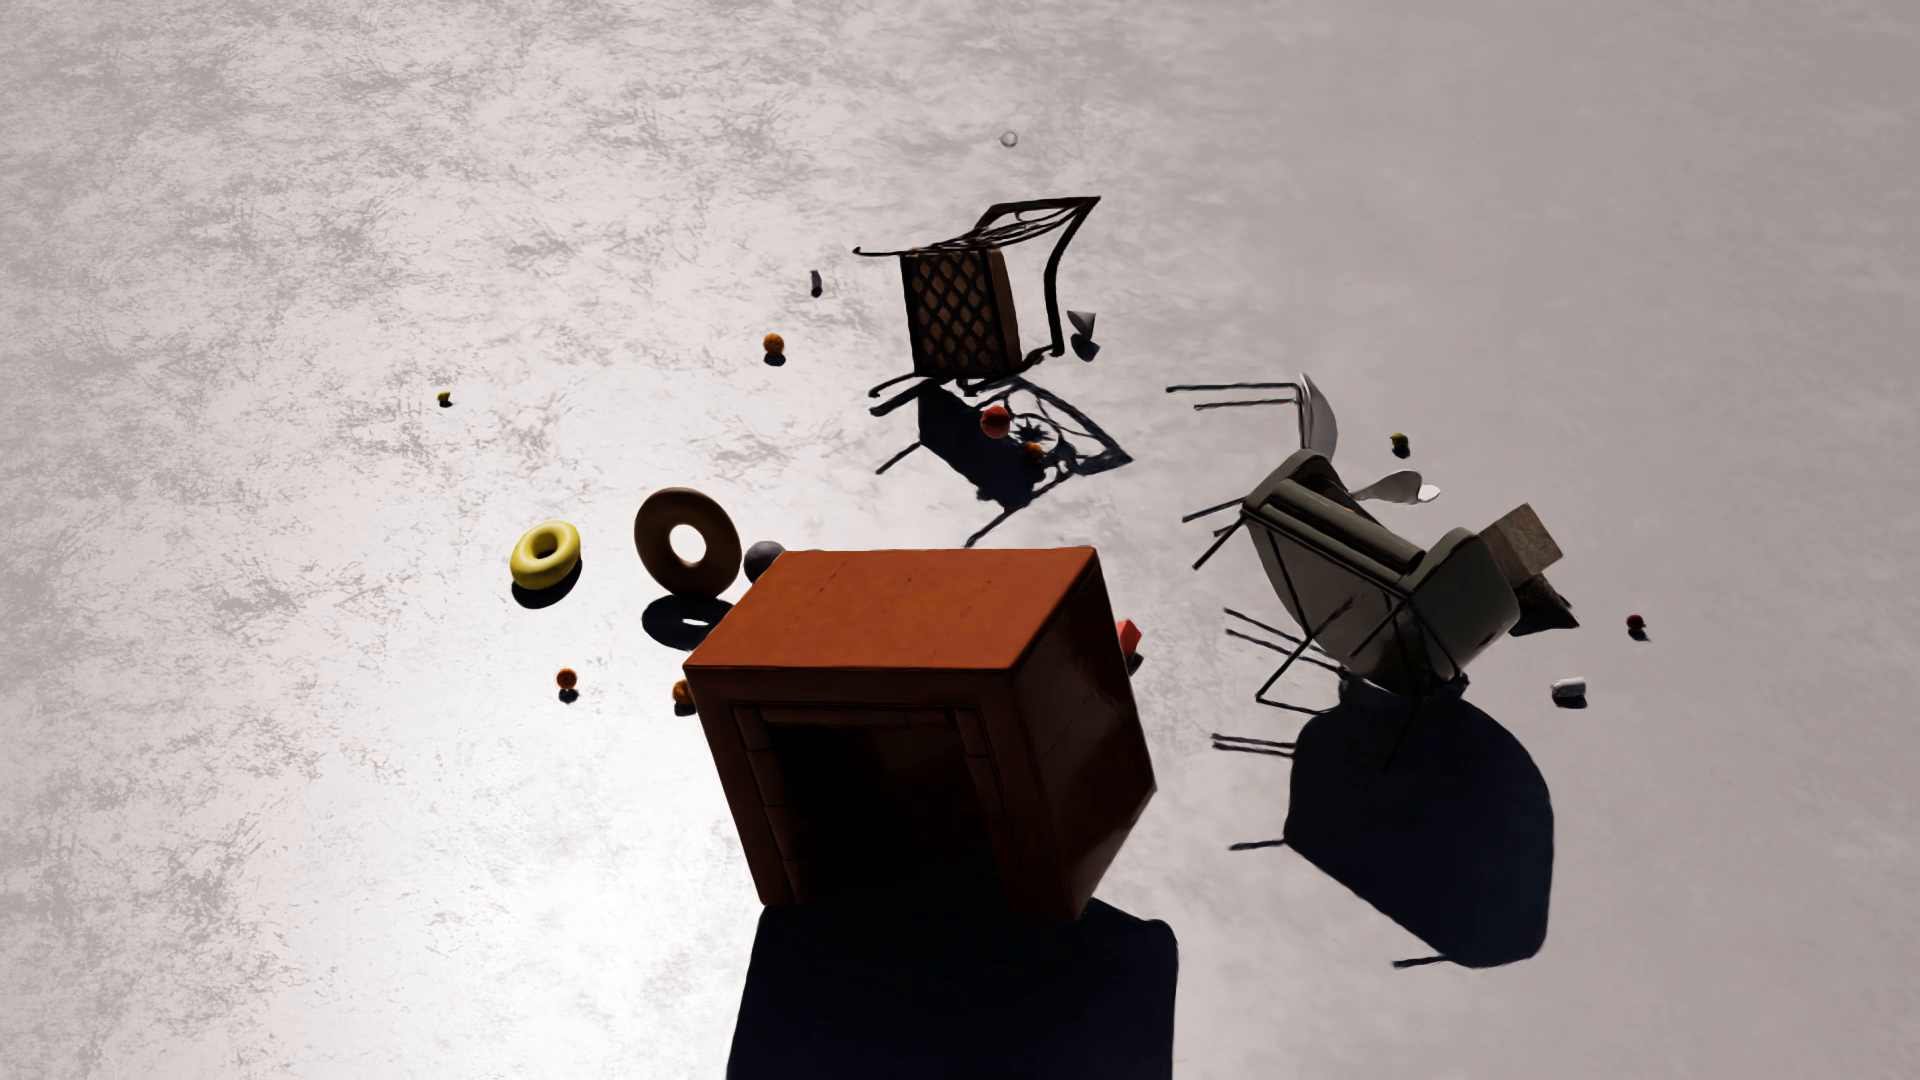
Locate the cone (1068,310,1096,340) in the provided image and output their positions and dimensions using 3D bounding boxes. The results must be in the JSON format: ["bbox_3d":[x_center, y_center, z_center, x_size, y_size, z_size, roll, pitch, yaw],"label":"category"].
[{"bbox_3d":[0.531,-0.920,12.188,0.090,0.143,0.179,-37,36,-10],"label":"cone"}]

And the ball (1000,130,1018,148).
[{"bbox_3d":[0.207,-1.685,12.339,0.073,0.073,0.073,0,33,0],"label":"ball"}]

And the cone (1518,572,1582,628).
[{"bbox_3d":[2.136,0.241,10.515,0.238,0.128,0.139,40,77,22],"label":"cone"}]

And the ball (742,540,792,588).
[{"bbox_3d":[-0.701,0.089,10.650,0.176,0.176,0.176,0,33,0],"label":"ball"}]

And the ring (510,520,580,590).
[{"bbox_3d":[-1.522,0.054,10.768,0.235,0.105,0.405,8,34,10],"label":"ring"}]

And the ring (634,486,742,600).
[{"bbox_3d":[-0.982,0.013,10.572,0.373,0.441,0.105,-34,7,15],"label":"ring"}]

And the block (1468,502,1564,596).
[{"bbox_3d":[2.017,0.031,10.640,0.206,0.159,0.238,-28,81,-39],"label":"block"}]

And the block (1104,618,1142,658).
[{"bbox_3d":[0.572,0.346,10.307,0.078,0.083,0.099,-22,25,38],"label":"block"}]
